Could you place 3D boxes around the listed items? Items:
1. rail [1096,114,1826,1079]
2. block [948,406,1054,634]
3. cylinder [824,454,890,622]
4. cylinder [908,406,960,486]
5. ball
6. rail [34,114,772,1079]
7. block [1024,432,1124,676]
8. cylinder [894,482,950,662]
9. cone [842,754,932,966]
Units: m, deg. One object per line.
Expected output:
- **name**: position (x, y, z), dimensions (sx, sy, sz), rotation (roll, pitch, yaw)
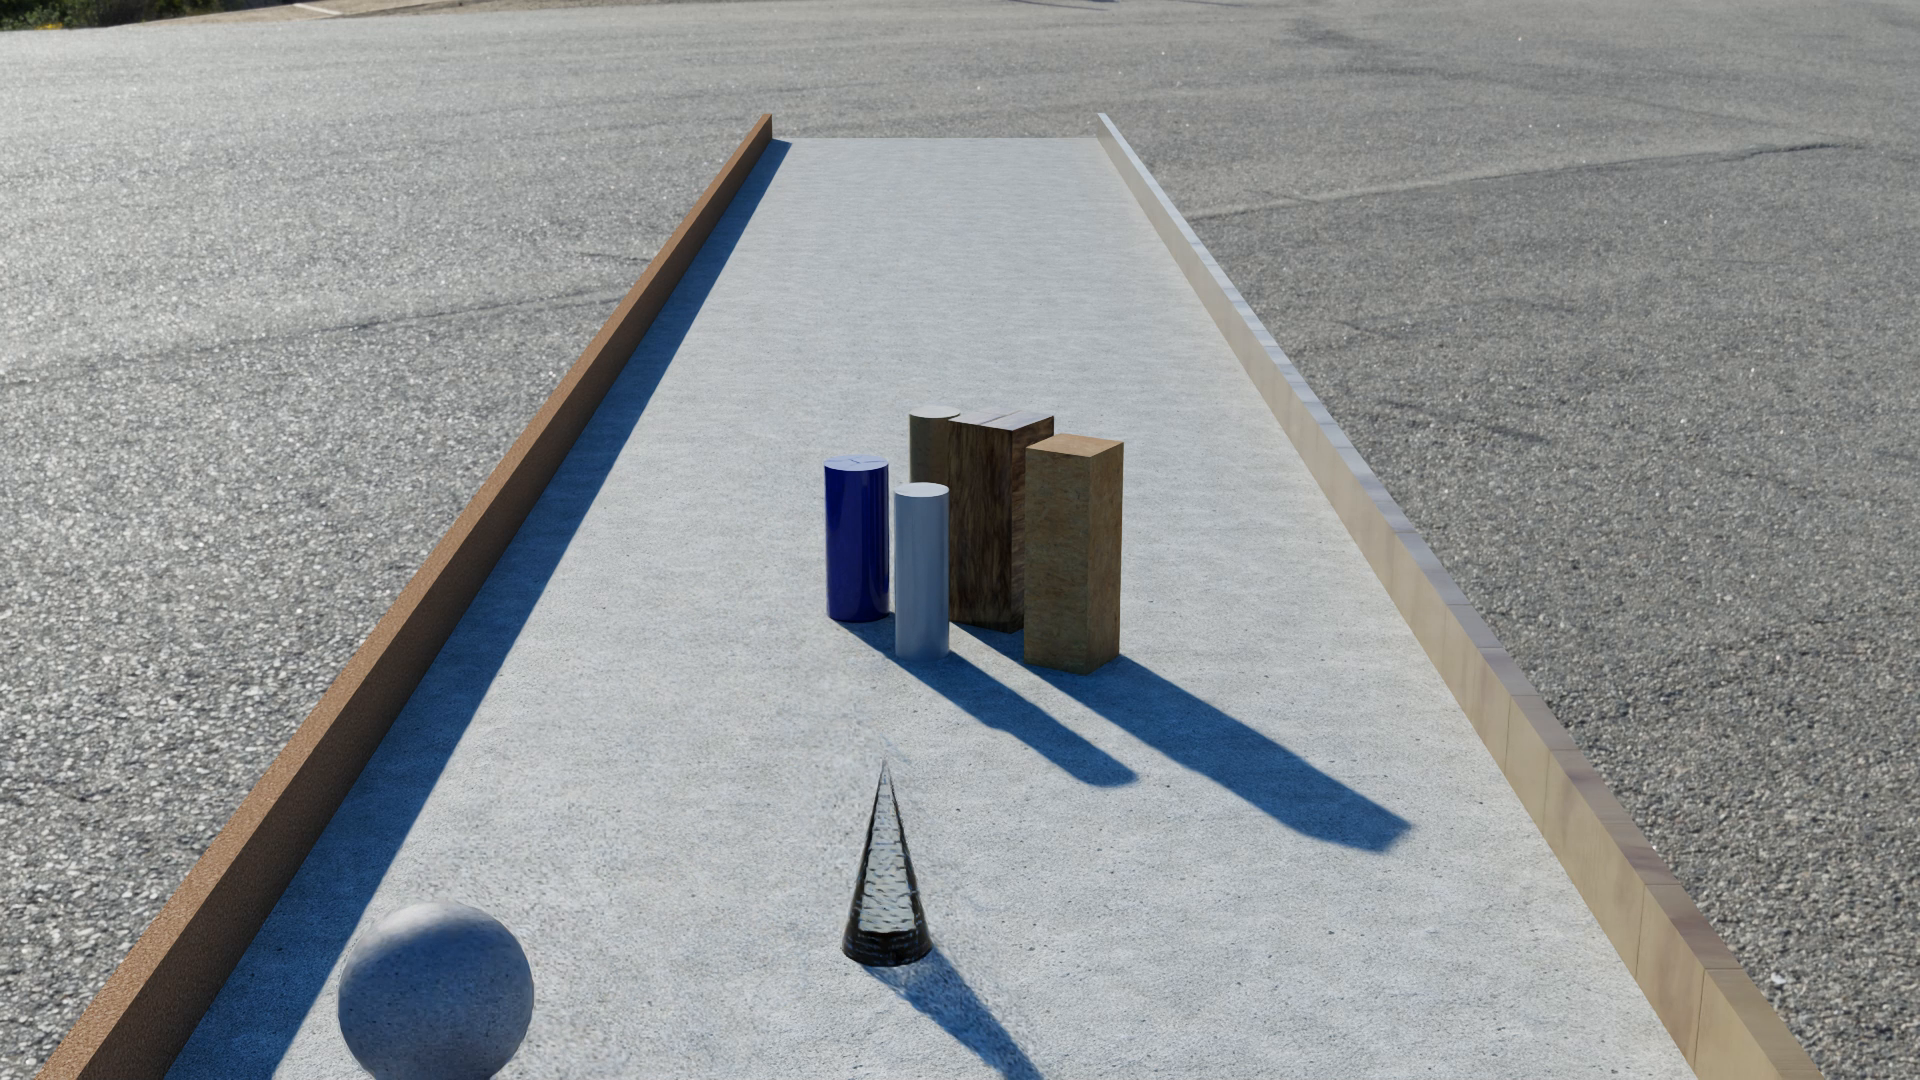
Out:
- **rail**: position (0.932, -0.844, 7.801), dimensions (0.050, 0.150, 12.000), rotation (0, 17, -1)
- **block**: position (0.085, -0.045, 4.613), dimensions (0.160, 0.435, 0.160), rotation (11, 20, 33)
- **cylinder**: position (-0.218, -0.003, 4.657), dimensions (0.137, 0.332, 0.137), rotation (0, 17, 0)
- **cylinder**: position (-0.056, -0.099, 4.888), dimensions (0.115, 0.382, 0.115), rotation (0, 17, 0)
- **ball**: position (-0.671, 0.588, 2.820), dimensions (0.246, 0.246, 0.246), rotation (0, 17, 0)
- **rail**: position (-1.118, -0.838, 7.780), dimensions (0.050, 0.150, 12.000), rotation (0, 17, -1)
- **block**: position (0.225, 0.027, 4.357), dimensions (0.141, 0.444, 0.141), rotation (10, 19, 30)
- **cylinder**: position (-0.076, 0.064, 4.409), dimensions (0.110, 0.342, 0.110), rotation (0, 17, 0)
- **cone**: position (-0.107, 0.450, 3.183), dimensions (0.134, 0.302, 0.134), rotation (0, 17, 0)
